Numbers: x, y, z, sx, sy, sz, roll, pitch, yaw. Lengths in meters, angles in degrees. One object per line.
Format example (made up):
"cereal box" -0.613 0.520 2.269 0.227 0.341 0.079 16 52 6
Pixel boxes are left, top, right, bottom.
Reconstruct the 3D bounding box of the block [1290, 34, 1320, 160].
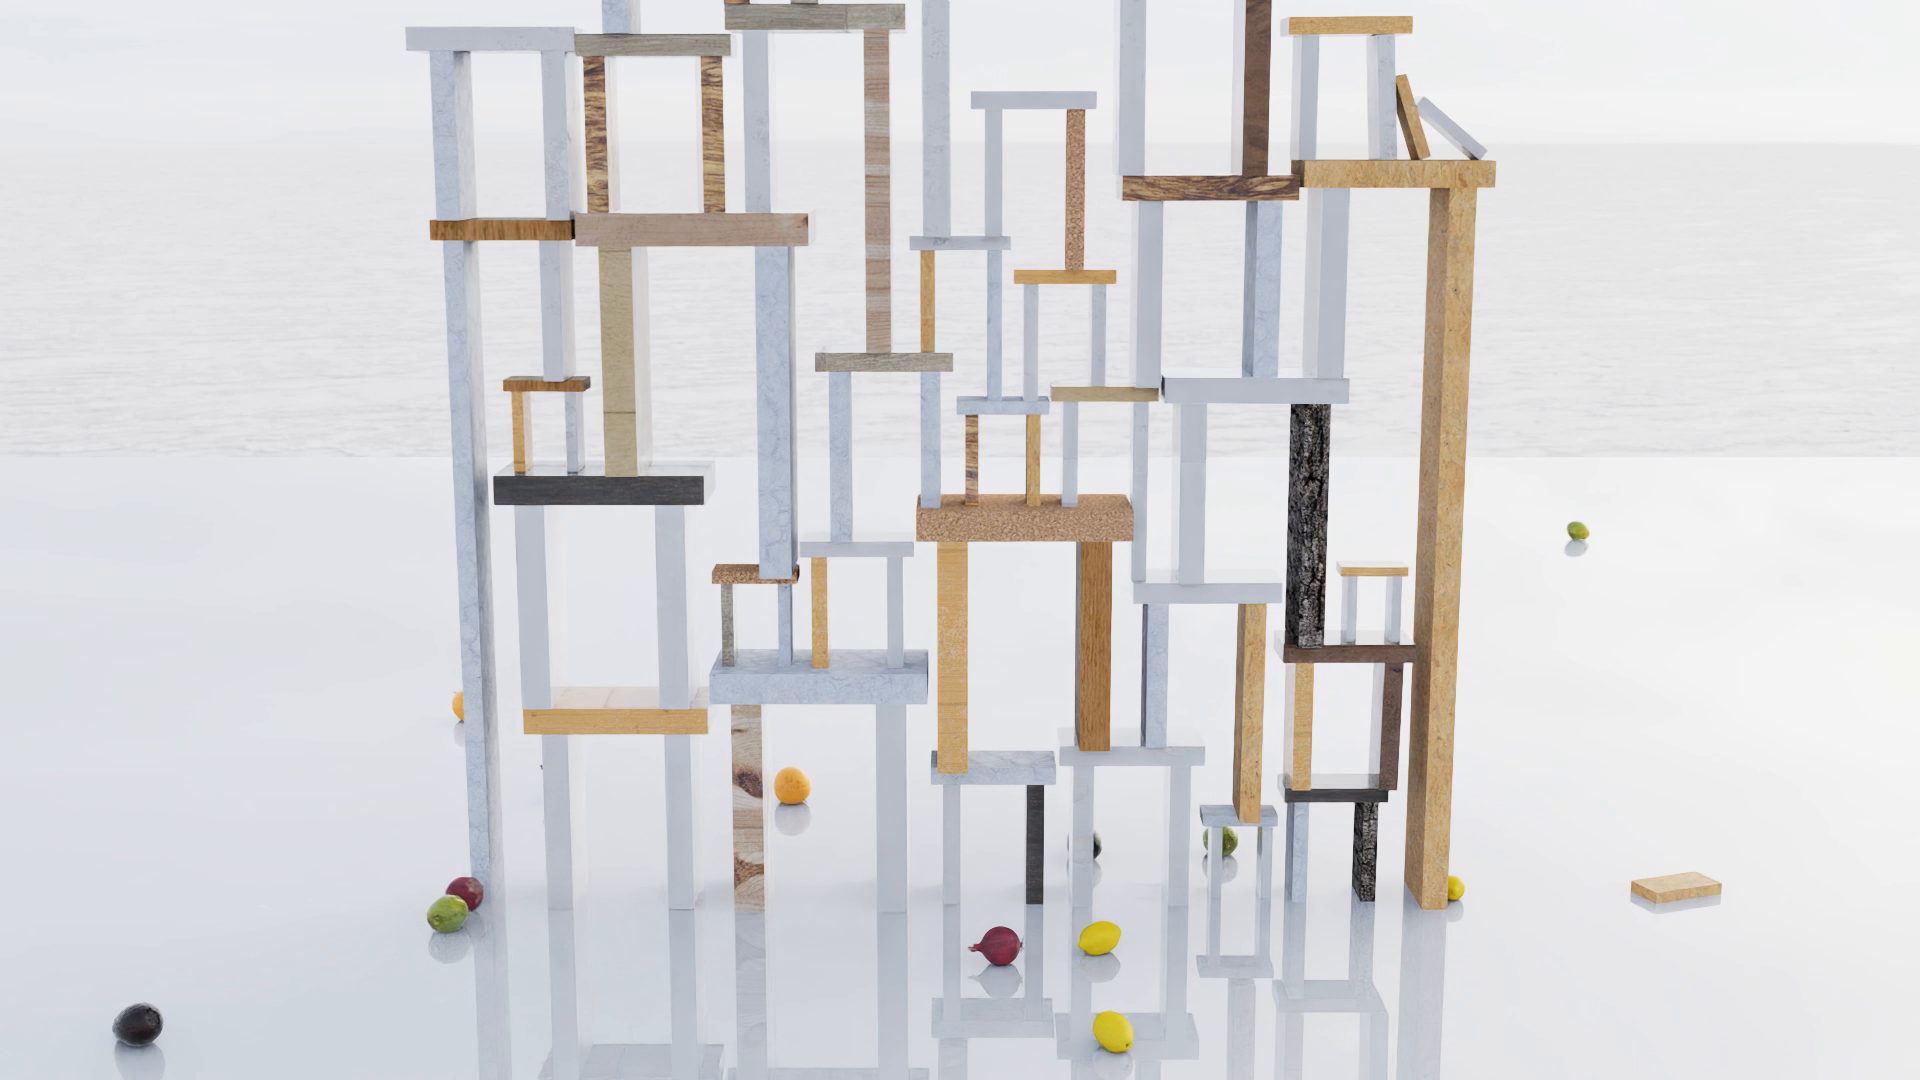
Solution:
"block" 0.538 -0.690 3.437 0.027 0.190 0.095 0 11 0

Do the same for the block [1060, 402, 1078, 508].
"block" 0.175 -0.143 3.531 0.024 0.169 0.085 0 11 0

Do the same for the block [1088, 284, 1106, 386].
"block" 0.218 -0.329 3.498 0.023 0.160 0.080 0 11 0

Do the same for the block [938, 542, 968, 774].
"block" -0.012 0.174 3.591 0.049 0.380 0.171 0 11 0

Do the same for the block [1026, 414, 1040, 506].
"block" 0.117 -0.133 3.533 0.021 0.148 0.074 0 11 0

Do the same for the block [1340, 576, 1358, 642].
"block" 0.633 0.107 3.576 0.015 0.108 0.054 0 11 0

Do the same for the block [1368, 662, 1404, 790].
"block" 0.700 0.294 3.617 0.030 0.213 0.107 1 11 1

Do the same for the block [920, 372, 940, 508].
"block" -0.047 -0.167 3.529 0.031 0.217 0.108 0 11 0

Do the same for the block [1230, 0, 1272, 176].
"block" 0.453 -0.712 3.426 0.040 0.282 0.141 0 11 0

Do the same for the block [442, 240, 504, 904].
"block" -0.788 0.056 3.575 0.031 1.084 0.110 0 11 0

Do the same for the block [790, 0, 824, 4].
"block" -0.235 -0.976 3.377 0.043 0.302 0.151 0 11 0

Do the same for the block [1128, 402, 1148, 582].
"block" 0.287 -0.084 3.539 0.024 0.289 0.085 0 11 1

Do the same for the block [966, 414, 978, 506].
"block" 0.019 -0.133 3.533 0.021 0.148 0.074 0 11 0

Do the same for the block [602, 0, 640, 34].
"block" -0.525 -0.944 3.382 0.040 0.327 0.141 0 11 -1

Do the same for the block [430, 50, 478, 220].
"block" -0.793 -0.632 3.443 0.036 0.257 0.128 0 11 0

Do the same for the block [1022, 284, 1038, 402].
"block" 0.112 -0.318 3.502 0.023 0.185 0.080 0 11 0

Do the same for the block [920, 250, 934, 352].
"block" -0.051 -0.383 3.492 0.022 0.158 0.079 0 11 0

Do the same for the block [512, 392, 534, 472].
"block" -0.702 -0.178 3.526 0.018 0.128 0.064 0 11 0

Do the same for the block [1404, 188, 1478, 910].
"block" 0.775 0.018 3.559 0.042 1.165 0.147 0 11 0

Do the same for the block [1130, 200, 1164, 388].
"block" 0.295 -0.394 3.489 0.039 0.290 0.137 0 11 0

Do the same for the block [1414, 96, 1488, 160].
"block" 0.762 -0.644 3.437 0.132 0.019 0.066 39 8 -7

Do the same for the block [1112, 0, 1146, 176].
"block" 0.263 -0.712 3.426 0.040 0.282 0.141 0 11 0

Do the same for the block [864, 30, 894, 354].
"block" -0.127 -0.547 3.463 0.039 0.493 0.138 0 11 0

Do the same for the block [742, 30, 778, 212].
"block" -0.312 -0.654 3.442 0.039 0.275 0.138 0 11 0

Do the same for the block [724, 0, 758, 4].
"block" -0.339 -0.966 3.379 0.040 0.283 0.141 0 11 0

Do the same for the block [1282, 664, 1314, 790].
"block" 0.556 0.294 3.618 0.030 0.213 0.107 0 10 0

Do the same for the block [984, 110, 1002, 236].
"block" 0.052 -0.576 3.448 0.027 0.194 0.097 0 11 1

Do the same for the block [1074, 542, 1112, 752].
"block" 0.217 0.156 3.589 0.049 0.343 0.171 0 11 0

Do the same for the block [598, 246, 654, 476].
"block" -0.532 -0.292 3.508 0.051 0.359 0.180 0 11 0

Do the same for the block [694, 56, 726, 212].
"block" -0.392 -0.635 3.446 0.034 0.237 0.118 -2 11 -11

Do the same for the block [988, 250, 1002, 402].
"block" 0.055 -0.344 3.500 0.022 0.238 0.079 0 11 0

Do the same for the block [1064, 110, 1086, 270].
"block" 0.181 -0.550 3.452 0.027 0.246 0.097 0 11 1

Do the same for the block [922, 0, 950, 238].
"block" -0.037 -0.803 3.410 0.043 0.654 0.151 0 11 0

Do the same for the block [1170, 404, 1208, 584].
"block" 0.368 -0.085 3.542 0.041 0.289 0.144 0 11 0

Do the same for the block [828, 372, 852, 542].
"block" -0.191 -0.140 3.534 0.031 0.272 0.108 0 11 0

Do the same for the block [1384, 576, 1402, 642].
"block" 0.704 0.107 3.575 0.015 0.108 0.054 0 10 0

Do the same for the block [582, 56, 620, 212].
"block" -0.560 -0.634 3.440 0.034 0.237 0.118 0 11 0

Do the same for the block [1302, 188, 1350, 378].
"block" 0.578 -0.410 3.479 0.042 0.293 0.147 0 11 0

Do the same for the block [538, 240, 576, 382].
"block" -0.639 -0.368 3.497 0.031 0.221 0.110 0 11 1

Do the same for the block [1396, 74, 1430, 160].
"block" 0.701 -0.660 3.435 0.019 0.132 0.066 -19 10 3

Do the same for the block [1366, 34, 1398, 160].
"block" 0.659 -0.691 3.436 0.027 0.190 0.095 -3 11 0

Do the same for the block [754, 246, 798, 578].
"block" -0.293 -0.212 3.523 0.051 0.522 0.180 0 11 -1

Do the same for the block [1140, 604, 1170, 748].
"block" 0.318 0.208 3.594 0.034 0.238 0.119 0 11 0

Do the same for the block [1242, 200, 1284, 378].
"block" 0.479 -0.402 3.488 0.039 0.274 0.137 0 11 0

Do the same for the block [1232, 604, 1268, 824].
"block" 0.475 0.271 3.610 0.034 0.367 0.119 0 11 1

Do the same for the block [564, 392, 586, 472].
"block" -0.617 -0.178 3.525 0.018 0.128 0.064 0 11 0

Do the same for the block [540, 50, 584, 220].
"block" -0.623 -0.633 3.446 0.036 0.257 0.128 0 11 0

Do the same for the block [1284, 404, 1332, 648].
"block" 0.561 -0.033 3.553 0.041 0.393 0.144 0 10 0
